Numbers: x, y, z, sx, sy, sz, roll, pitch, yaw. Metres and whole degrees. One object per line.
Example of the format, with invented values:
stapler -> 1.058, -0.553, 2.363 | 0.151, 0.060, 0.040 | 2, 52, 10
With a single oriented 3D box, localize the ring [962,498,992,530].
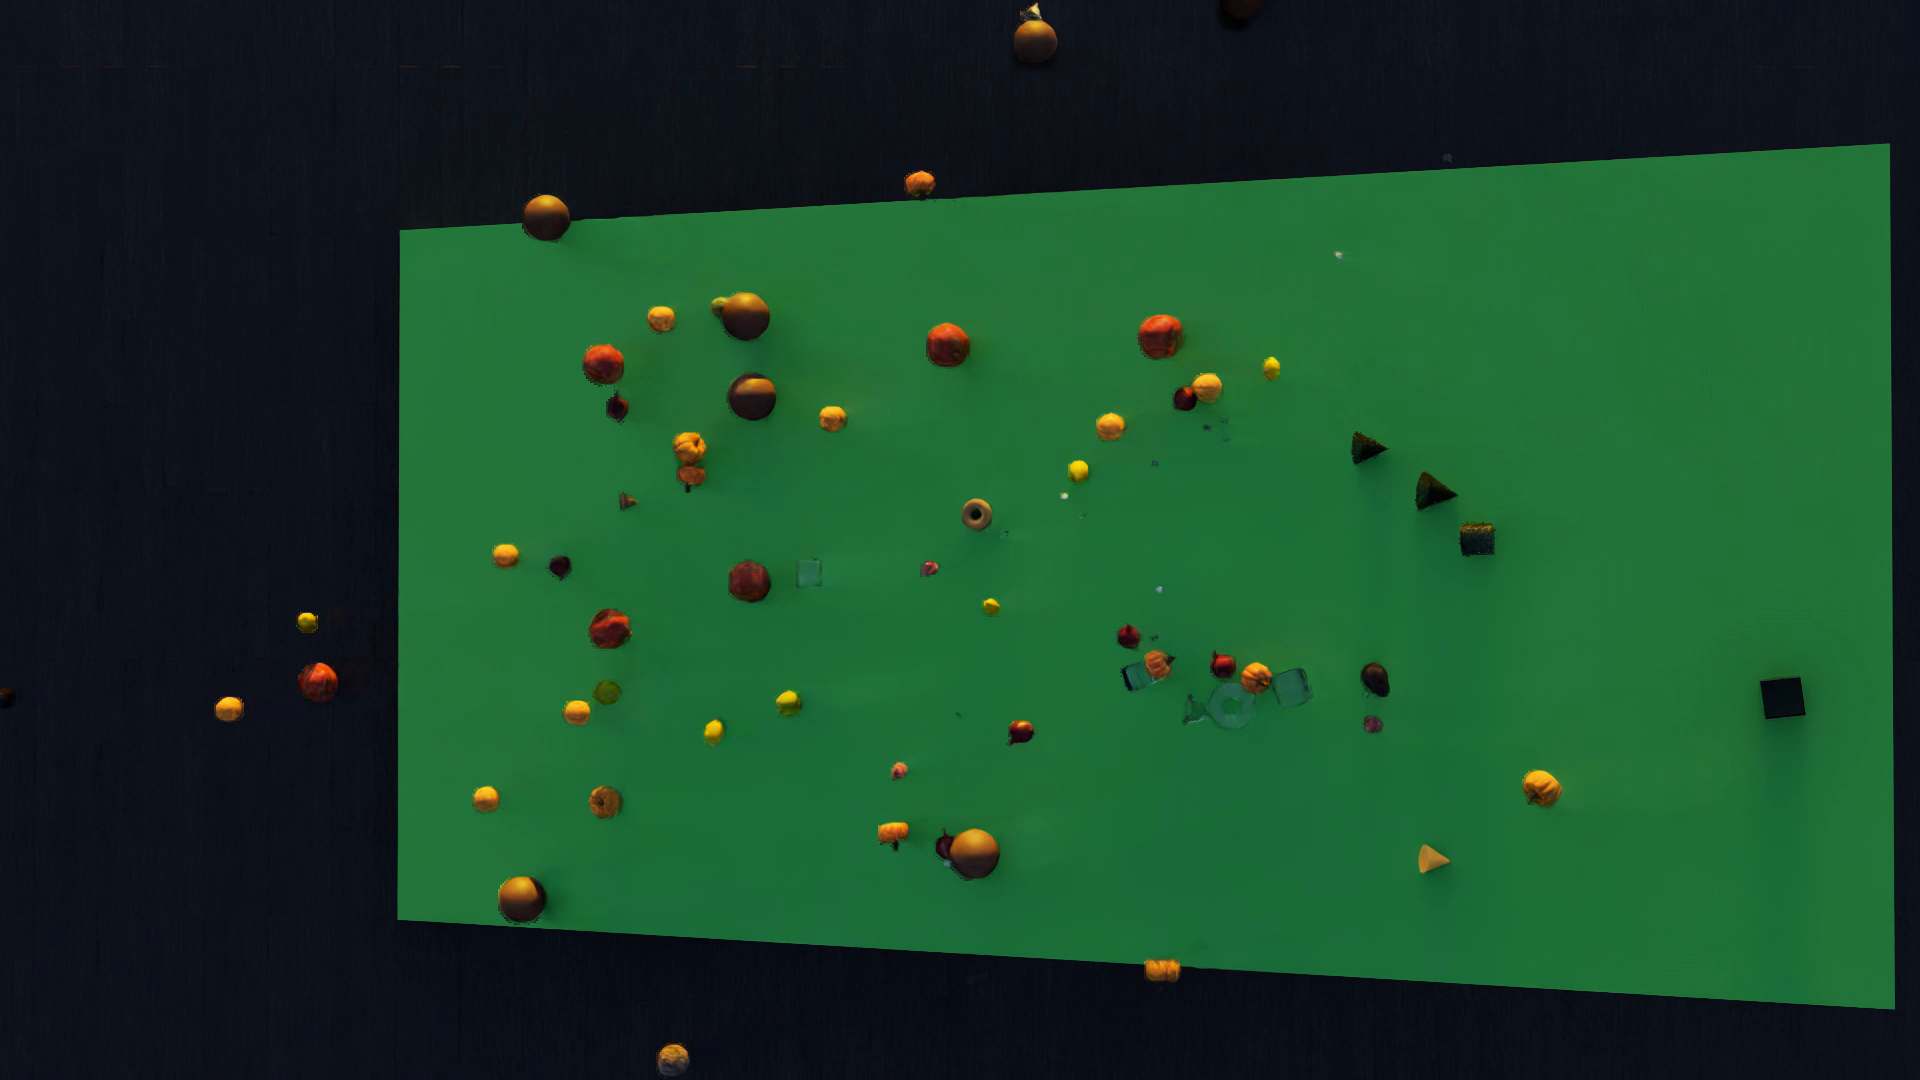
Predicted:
ring -> 0.043, -0.067, 5.792 | 0.084, 0.028, 0.084 | 0, 90, 20

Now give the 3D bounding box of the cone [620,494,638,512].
cone -> -0.921, -0.105, 6.127 | 0.052, 0.052, 0.052 | -1, 89, -8

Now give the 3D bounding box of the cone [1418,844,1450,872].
cone -> 1.171, 0.784, 5.390 | 0.072, 0.072, 0.072 | 8, 89, -8

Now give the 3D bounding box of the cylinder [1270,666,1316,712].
cylinder -> 0.828, 0.371, 5.484 | 0.088, 0.088, 0.088 | -21, 89, 0

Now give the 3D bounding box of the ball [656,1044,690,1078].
ball -> -0.836, 1.518, 6.409 | 0.094, 0.094, 0.094 | 0, 89, 0

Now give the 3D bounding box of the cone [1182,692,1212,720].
cone -> 0.614, 0.439, 5.585 | 0.078, 0.078, 0.078 | 24, 89, 15

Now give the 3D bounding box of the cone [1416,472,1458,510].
cone -> 1.179, -0.115, 5.395 | 0.093, 0.093, 0.093 | 7, 89, -8

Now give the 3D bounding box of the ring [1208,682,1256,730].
ring -> 0.687, 0.419, 5.557 | 0.125, 0.042, 0.125 | 0, 90, 18

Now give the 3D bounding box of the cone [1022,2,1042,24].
cone -> 0.220, -1.562, 6.481 | 0.060, 0.060, 0.060 | 19, 68, 0

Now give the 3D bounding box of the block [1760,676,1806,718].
block -> 1.912, 0.365, 5.111 | 0.087, 0.087, 0.087 | -8, 87, 19

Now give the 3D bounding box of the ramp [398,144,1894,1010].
ramp -> 0.279, 0.091, 5.777 | 4.000, 0.100, 2.000 | 0, 89, 19

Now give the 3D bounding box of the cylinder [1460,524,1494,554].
cylinder -> 1.258, -0.003, 5.349 | 0.073, 0.073, 0.073 | -2, 89, 19

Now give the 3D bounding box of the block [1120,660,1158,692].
block -> 0.459, 0.347, 5.625 | 0.063, 0.063, 0.063 | -22, 82, 17

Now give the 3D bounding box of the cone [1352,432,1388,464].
cone -> 1.023, -0.227, 5.452 | 0.082, 0.082, 0.082 | 0, 89, -8
